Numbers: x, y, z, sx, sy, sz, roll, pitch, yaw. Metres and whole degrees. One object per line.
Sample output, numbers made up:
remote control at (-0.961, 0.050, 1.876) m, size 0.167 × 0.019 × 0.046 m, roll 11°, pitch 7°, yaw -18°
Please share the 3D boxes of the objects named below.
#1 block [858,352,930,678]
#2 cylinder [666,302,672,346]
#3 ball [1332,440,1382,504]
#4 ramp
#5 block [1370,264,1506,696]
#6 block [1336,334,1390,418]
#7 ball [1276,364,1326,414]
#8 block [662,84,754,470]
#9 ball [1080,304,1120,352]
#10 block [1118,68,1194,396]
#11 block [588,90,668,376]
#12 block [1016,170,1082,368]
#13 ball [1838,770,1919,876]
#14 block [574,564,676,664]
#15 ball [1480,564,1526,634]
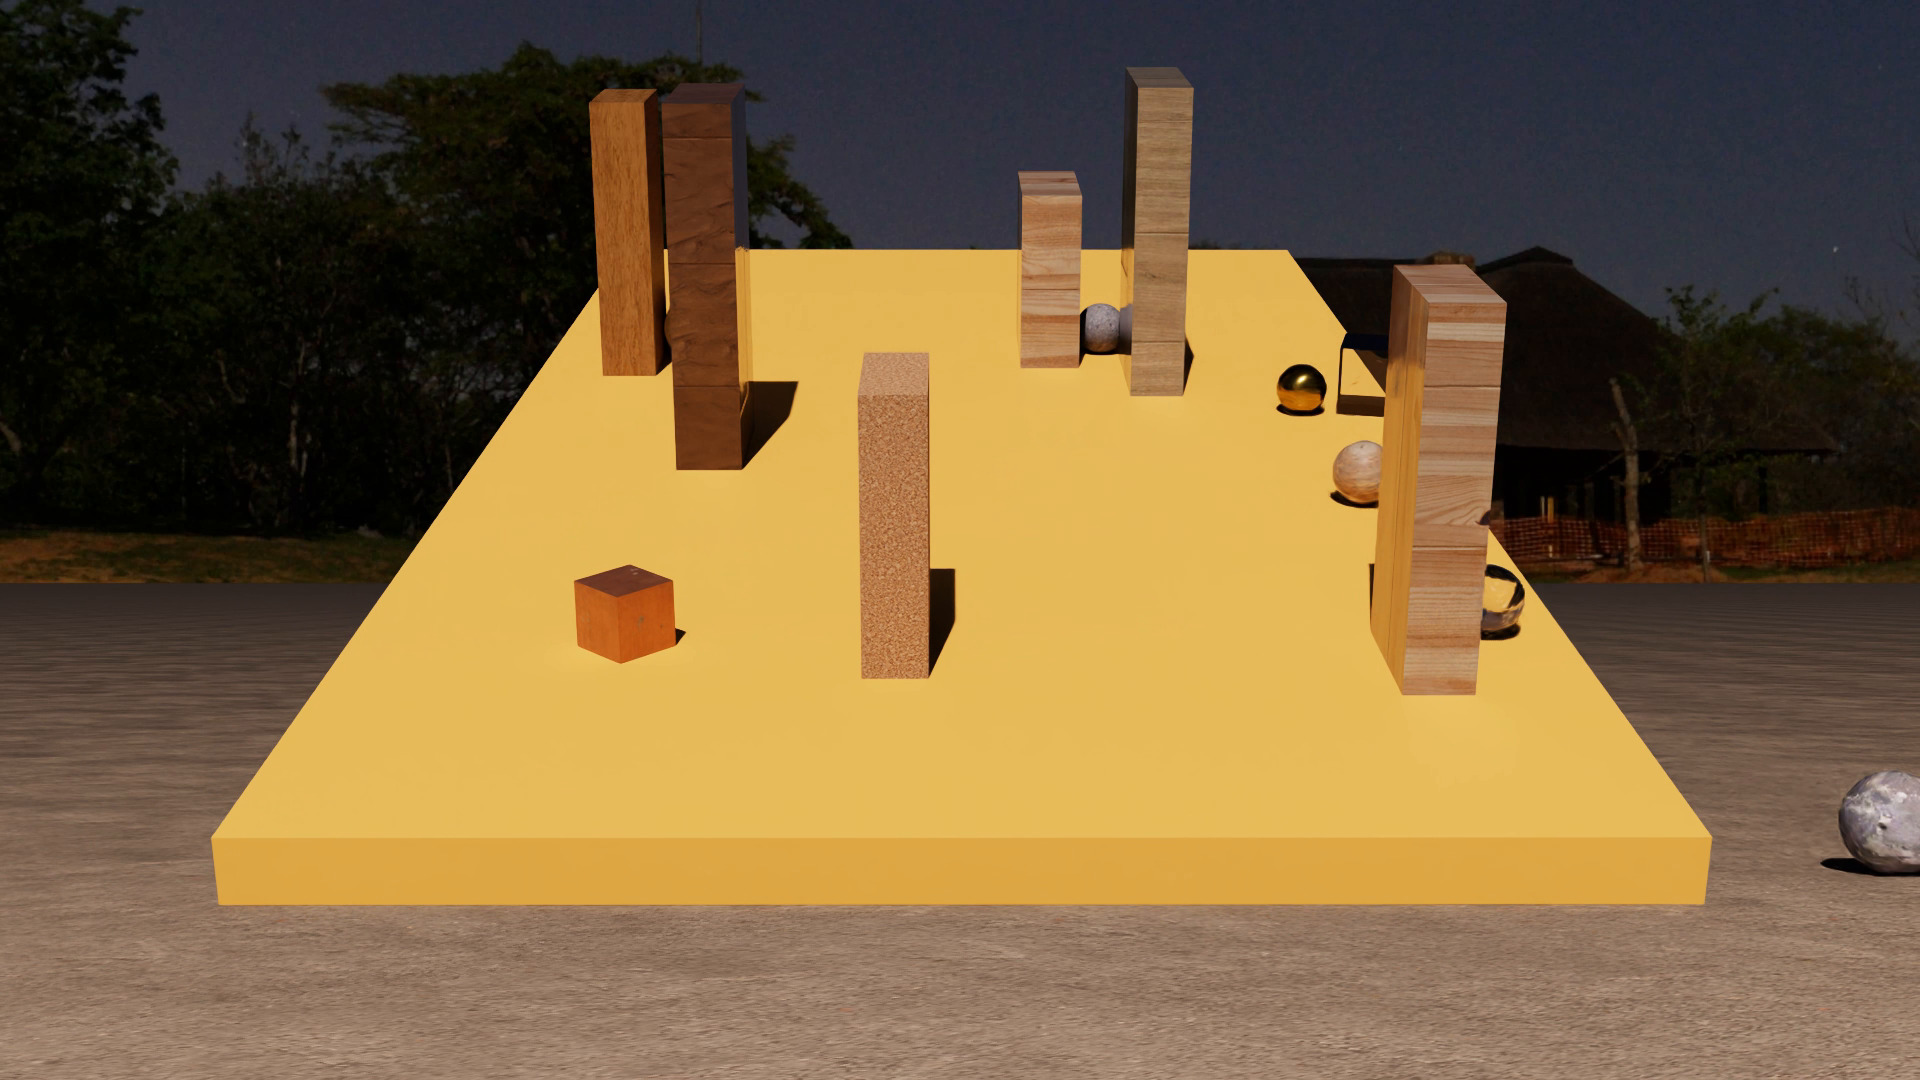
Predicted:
block at (-0.102, -0.043, 3.577) m, size 0.106 × 0.460 × 0.269 m, roll 0°, pitch 19°, yaw 0°
cylinder at (-0.641, -0.539, 5.521) m, size 0.162 × 0.162 × 0.162 m, roll 0°, pitch 20°, yaw -5°
ball at (0.787, -0.131, 4.373) m, size 0.123 × 0.123 × 0.123 m, roll 0°, pitch -1°, yaw 0°
ramp at (-0.004, -0.193, 4.903) m, size 2.000 × 0.100 × 4.000 m, roll 0°, pitch 19°, yaw 0°
block at (0.738, -0.097, 3.495) m, size 0.113 × 0.616 × 0.278 m, roll 0°, pitch 19°, yaw 0°
block at (0.932, -0.370, 5.040) m, size 0.151 × 0.151 × 0.151 m, roll 5°, pitch 19°, yaw 13°
ball at (0.761, -0.337, 5.005) m, size 0.111 × 0.111 × 0.111 m, roll 0°, pitch -1°, yaw 0°
block at (-0.513, -0.545, 4.624) m, size 0.135 × 0.743 × 0.312 m, roll 0°, pitch 19°, yaw 0°
ball at (0.347, -0.523, 5.539) m, size 0.122 × 0.122 × 0.122 m, roll 0°, pitch -1°, yaw 0°
block at (0.452, -0.722, 5.226) m, size 0.121 × 0.700 × 0.381 m, roll 0°, pitch 19°, yaw 0°
block at (-0.785, -0.732, 5.341) m, size 0.126 × 0.642 × 0.243 m, roll 0°, pitch 19°, yaw 0°
block at (0.216, -0.668, 5.509) m, size 0.141 × 0.416 × 0.363 m, roll 0°, pitch 19°, yaw 0°
ball at (1.386, 0.420, 3.332) m, size 0.154 × 0.154 × 0.154 m, roll 0°, pitch -1°, yaw 0°
block at (-0.543, 0.119, 3.638) m, size 0.113 × 0.113 × 0.113 m, roll 17°, pitch 25°, yaw 41°
ball at (0.871, 0.097, 3.691) m, size 0.113 × 0.113 × 0.113 m, roll 0°, pitch -1°, yaw 0°
